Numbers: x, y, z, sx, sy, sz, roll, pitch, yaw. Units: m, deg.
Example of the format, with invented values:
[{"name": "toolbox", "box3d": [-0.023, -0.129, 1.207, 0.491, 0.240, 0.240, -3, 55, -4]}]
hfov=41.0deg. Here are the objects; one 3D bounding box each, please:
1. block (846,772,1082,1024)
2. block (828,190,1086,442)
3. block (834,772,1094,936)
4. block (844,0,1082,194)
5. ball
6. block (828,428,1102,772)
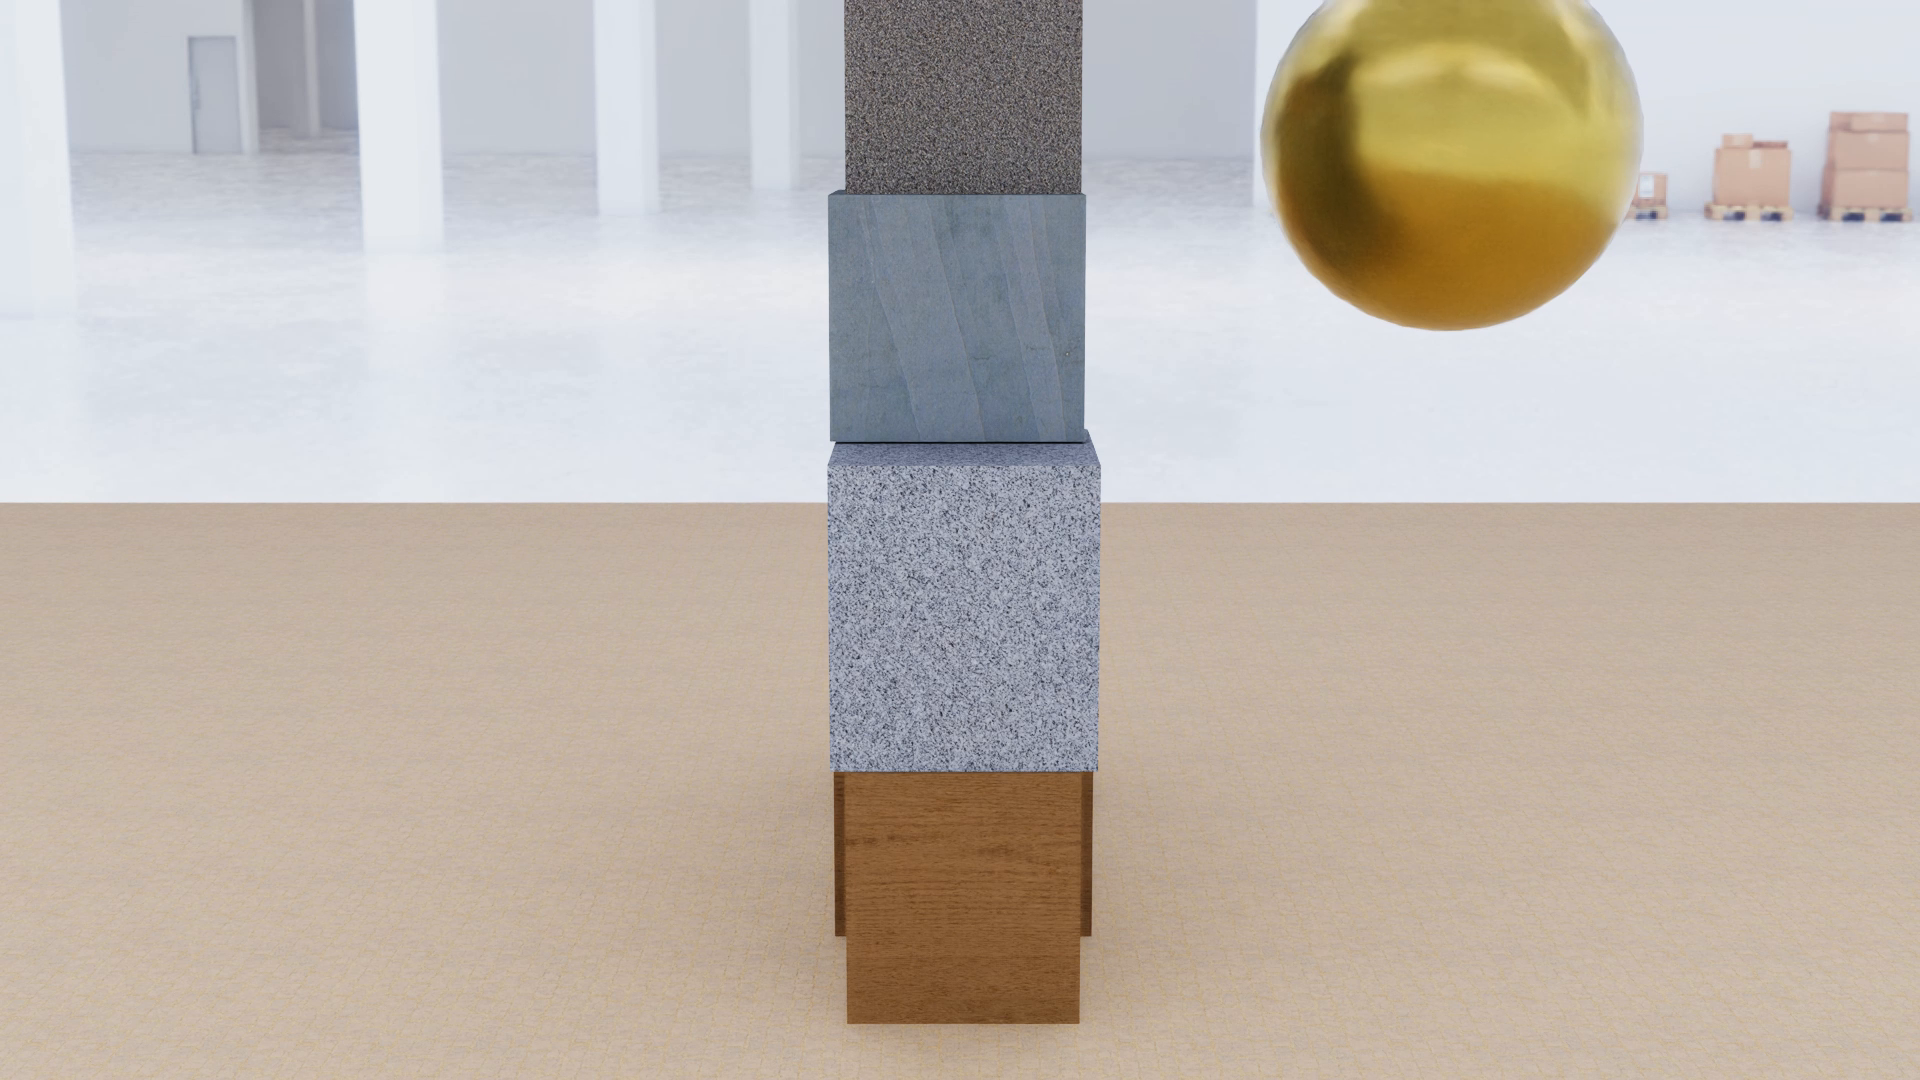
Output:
[{"name": "block", "box3d": [0.012, 1.247, 9.999, 0.870, 0.968, 0.981, 0, 10, 0]}, {"name": "block", "box3d": [-0.011, -0.909, 10.177, 0.973, 0.935, 0.904, 0, 9, 0]}, {"name": "block", "box3d": [0.014, 1.119, 10.947, 1.058, 0.882, 0.912, 0, 10, 0]}, {"name": "block", "box3d": [0.013, -1.851, 10.125, 0.903, 0.942, 0.762, 0, 9, 0]}, {"name": "ball", "box3d": [2.074, -1.684, 10.874, 1.600, 1.600, 1.600, 0, 10, 0]}, {"name": "block", "box3d": [0.015, 0.205, 9.841, 0.988, 1.139, 0.984, 0, 10, 0]}]
